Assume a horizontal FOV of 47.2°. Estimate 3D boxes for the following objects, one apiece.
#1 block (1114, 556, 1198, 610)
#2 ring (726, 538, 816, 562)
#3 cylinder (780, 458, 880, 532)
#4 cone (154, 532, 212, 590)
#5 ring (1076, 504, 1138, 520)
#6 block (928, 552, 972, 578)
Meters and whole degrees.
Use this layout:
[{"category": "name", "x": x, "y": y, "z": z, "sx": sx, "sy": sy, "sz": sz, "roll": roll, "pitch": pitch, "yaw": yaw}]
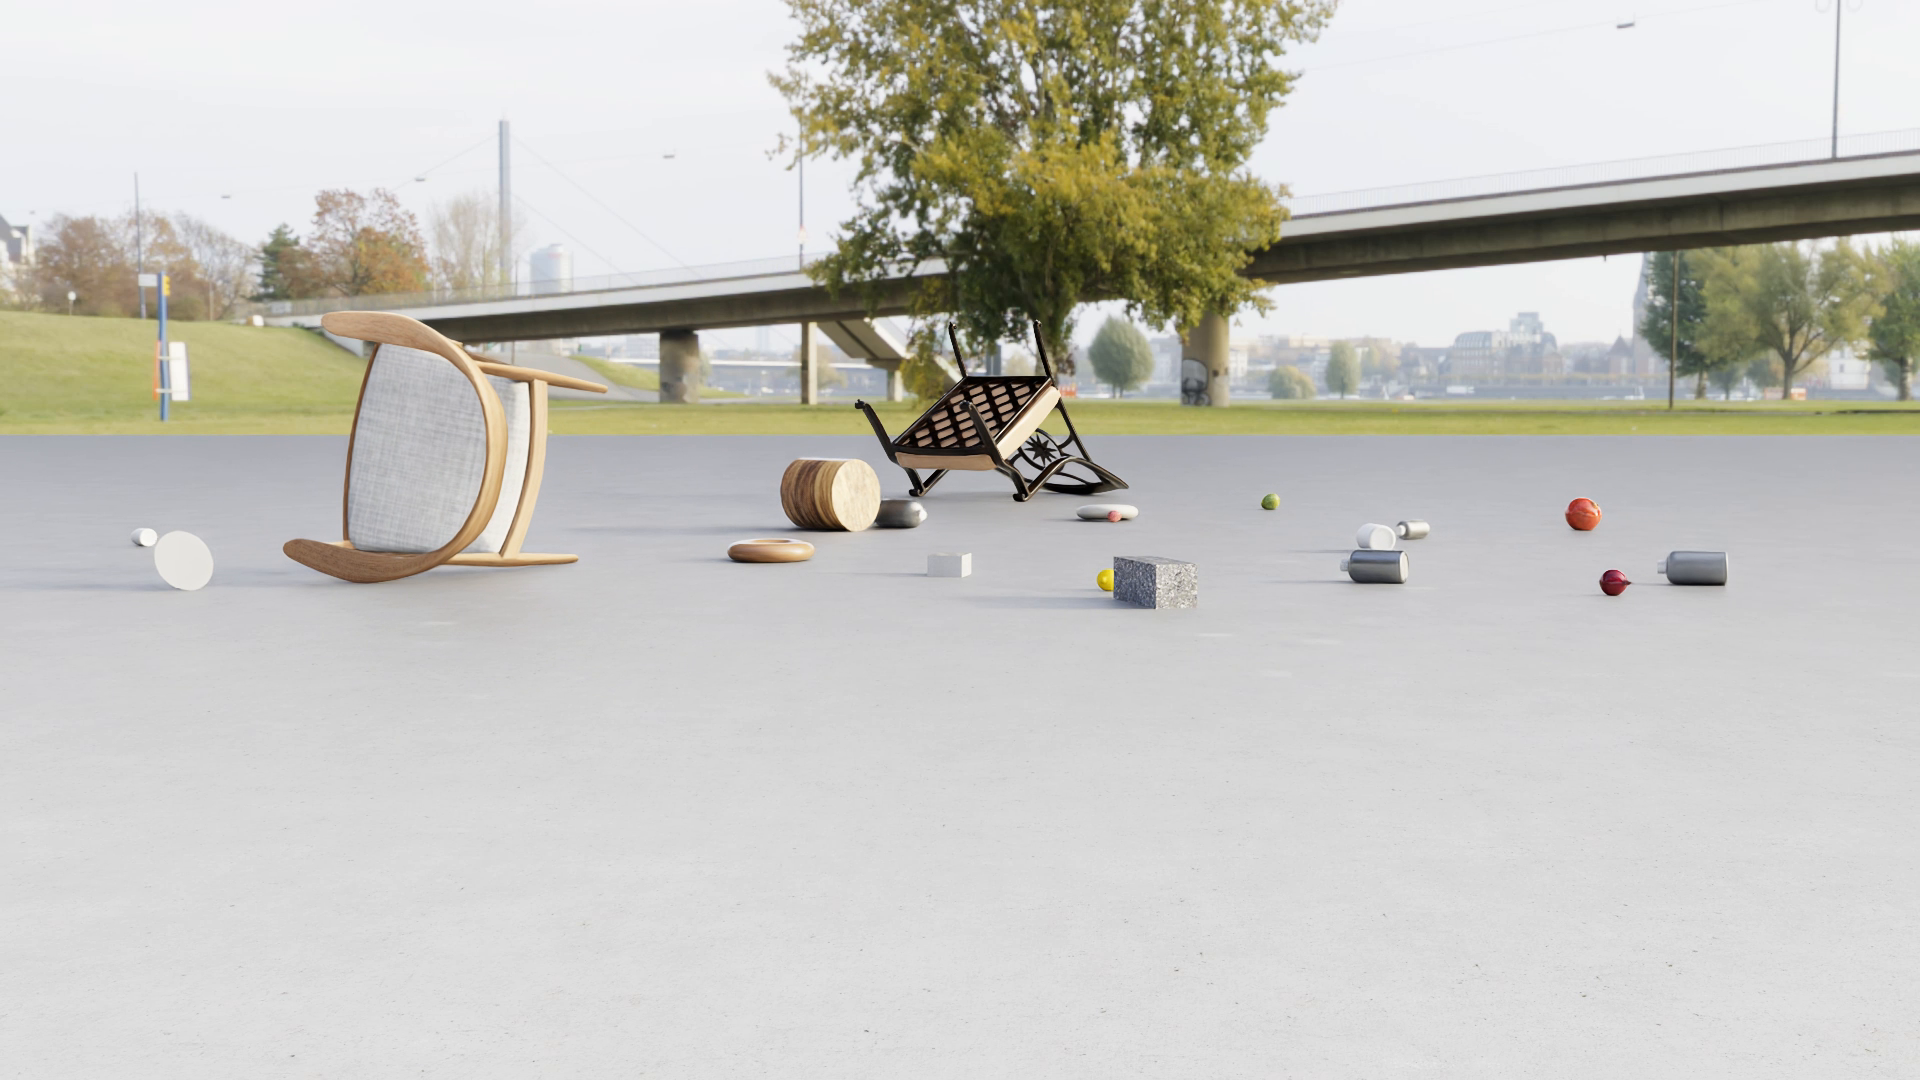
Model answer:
[{"category": "block", "x": 0.408, "y": 0.087, "z": 4.611, "sx": 0.091, "sy": 0.091, "sz": 0.239, "roll": -1, "pitch": 4, "yaw": -17}, {"category": "ring", "x": -0.495, "y": 0.028, "z": 5.769, "sx": 0.222, "sy": 0.051, "sz": 0.242, "roll": 4, "pitch": 6, "yaw": 41}, {"category": "cylinder", "x": -0.414, "y": -0.147, "z": 7.022, "sx": 0.203, "sy": 0.228, "sz": 0.253, "roll": -19, "pitch": 16, "yaw": -42}, {"category": "cone", "x": -1.768, "y": 0.072, "z": 5.017, "sx": 0.117, "sy": 0.143, "sz": 0.212, "roll": -33, "pitch": -3, "yaw": -22}, {"category": "ring", "x": 0.505, "y": -0.096, "z": 7.544, "sx": 0.211, "sy": 0.046, "sz": 0.230, "roll": -1, "pitch": -1, "yaw": 22}, {"category": "block", "x": -0.026, "y": 0.060, "z": 5.306, "sx": 0.085, "sy": 0.051, "sz": 0.107, "roll": 1, "pitch": 4, "yaw": 12}]
